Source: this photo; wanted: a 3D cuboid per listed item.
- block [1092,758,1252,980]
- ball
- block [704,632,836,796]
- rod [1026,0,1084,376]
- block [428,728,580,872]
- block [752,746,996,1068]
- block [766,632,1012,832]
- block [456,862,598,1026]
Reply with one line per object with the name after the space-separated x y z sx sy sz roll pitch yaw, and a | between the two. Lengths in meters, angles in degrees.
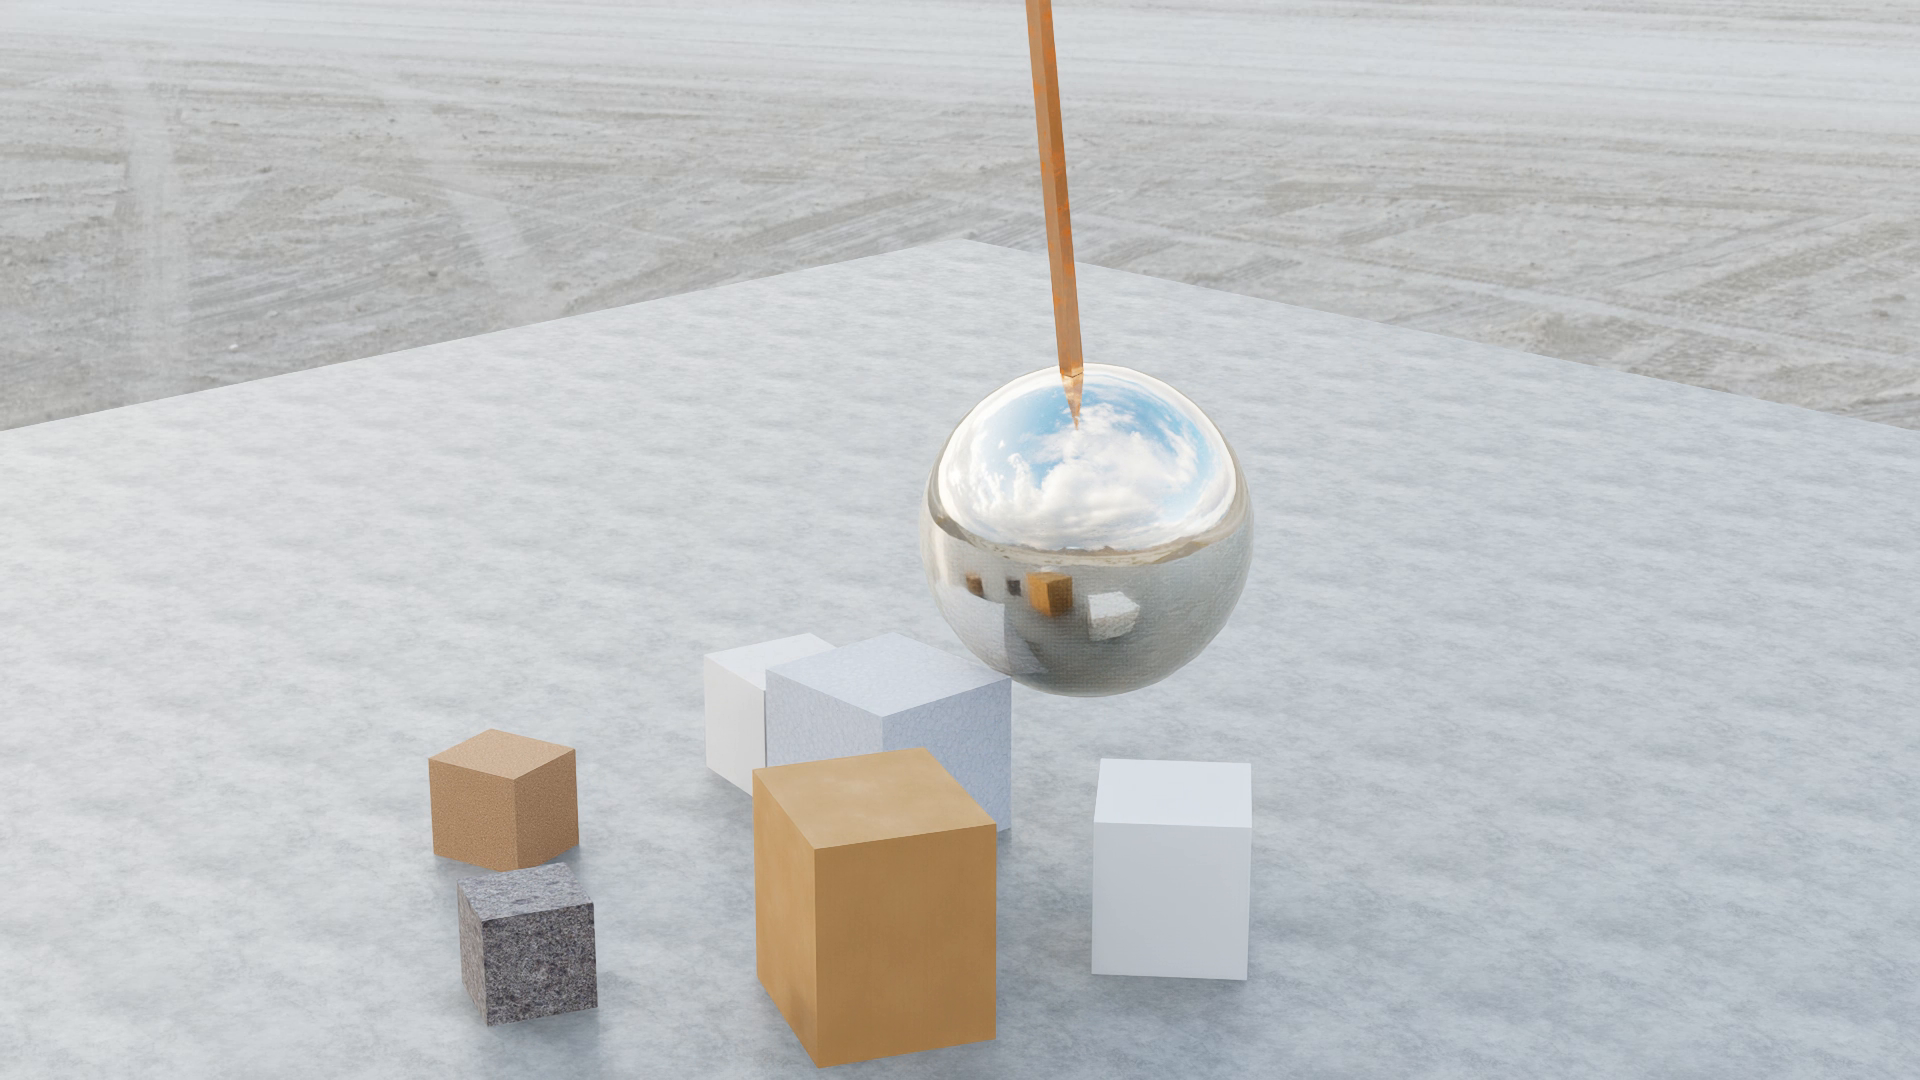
0.919 1.414 12.681 0.658 0.698 0.720 2 18 5 | block
0.601 -0.047 13.957 1.600 1.600 1.600 0 17 0 | ball
-0.852 0.880 14.556 0.609 0.594 0.608 -11 21 -31 | block
0.260 -3.156 12.623 0.080 5.200 0.080 17 32 42 | rod
-2.124 1.218 13.669 0.505 0.479 0.449 10 20 29 | block
-0.358 1.488 12.033 0.755 0.945 0.881 -6 18 -19 | block
-0.339 0.989 13.927 0.793 0.763 0.858 -15 23 -39 | block
-1.804 1.679 12.212 0.467 0.474 0.444 -7 19 -21 | block
